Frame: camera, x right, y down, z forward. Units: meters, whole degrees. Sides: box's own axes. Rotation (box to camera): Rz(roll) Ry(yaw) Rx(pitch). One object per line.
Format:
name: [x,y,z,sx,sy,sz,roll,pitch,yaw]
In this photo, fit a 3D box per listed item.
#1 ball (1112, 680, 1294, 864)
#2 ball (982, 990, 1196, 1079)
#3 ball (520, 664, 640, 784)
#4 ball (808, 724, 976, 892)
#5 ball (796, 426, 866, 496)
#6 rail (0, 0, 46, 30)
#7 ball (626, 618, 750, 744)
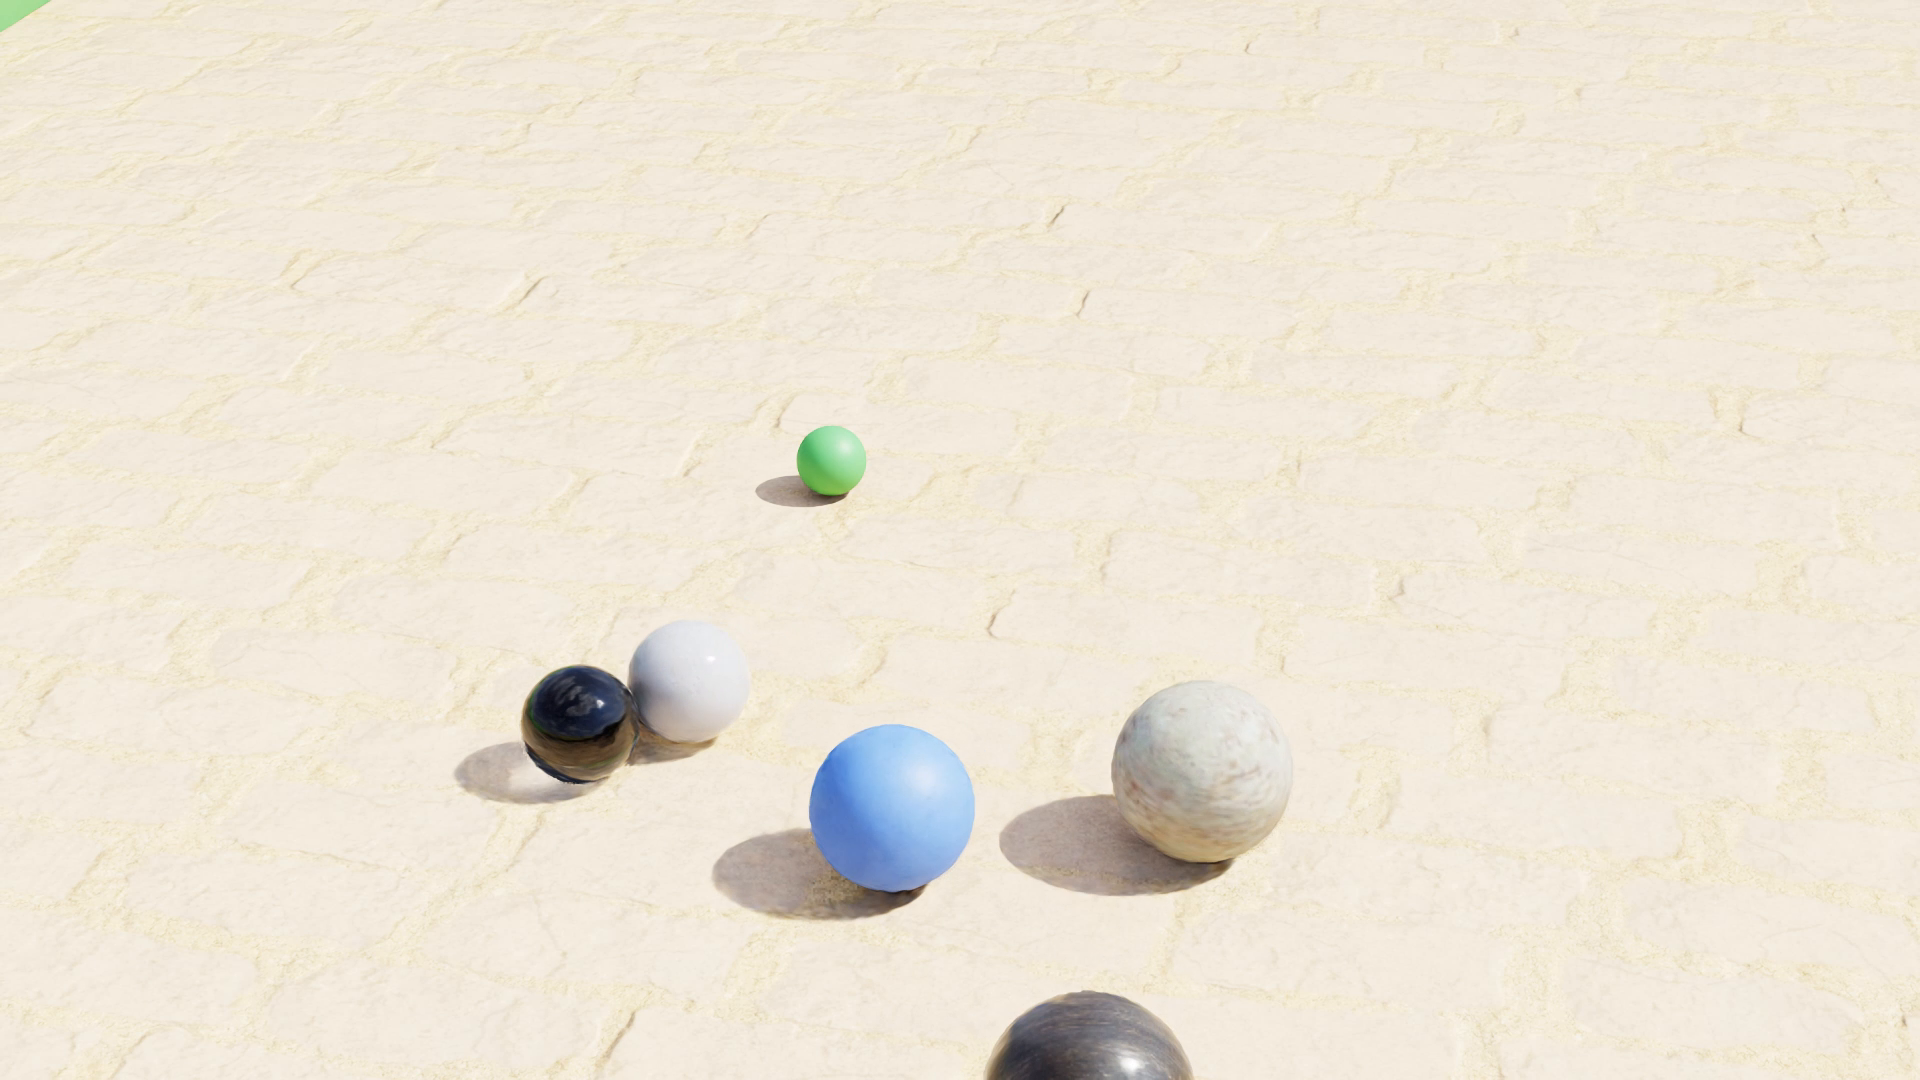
ball: [0.120,0.114,1.455,0.090,0.090,0.090,0,29,0]
ball: [0.054,0.235,1.235,0.091,0.091,0.091,0,29,0]
ball: [-0.197,0.095,1.520,0.062,0.062,0.062,0,29,0]
ball: [-0.033,0.131,1.435,0.081,0.081,0.081,0,29,0]
ball: [-0.079,-0.049,1.800,0.043,0.043,0.043,0,29,0]
rail: [-0.780,-0.563,2.655,0.045,0.119,3.649,6,29,12]
ball: [-0.143,0.074,1.553,0.066,0.066,0.066,0,29,0]
